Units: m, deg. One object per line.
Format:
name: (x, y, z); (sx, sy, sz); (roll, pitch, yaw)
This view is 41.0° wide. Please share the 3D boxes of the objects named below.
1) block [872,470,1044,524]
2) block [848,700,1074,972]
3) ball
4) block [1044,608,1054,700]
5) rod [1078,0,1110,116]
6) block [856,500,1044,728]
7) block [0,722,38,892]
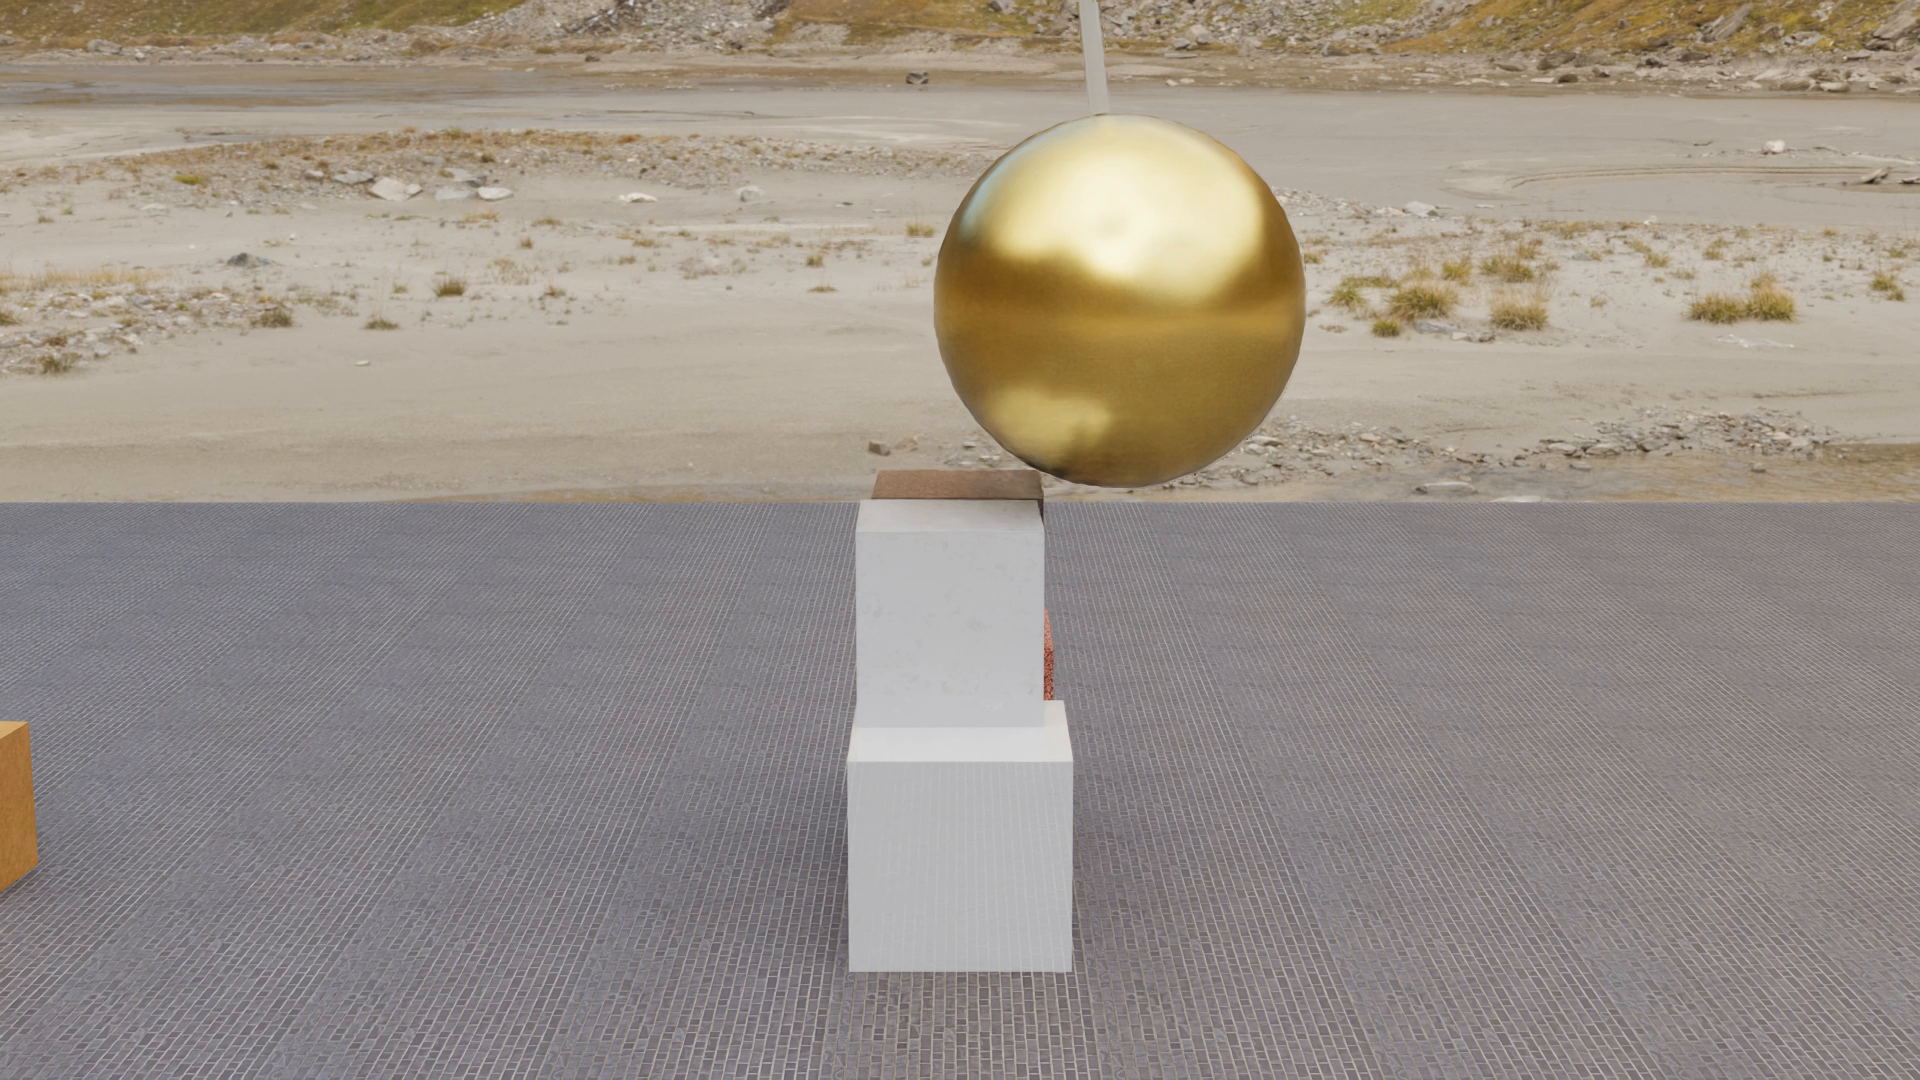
block: (-0.006, 0.123, 11.610); (0.751, 0.767, 0.734); (0, 11, 1)
block: (0.001, 1.199, 10.571); (0.882, 0.860, 0.993); (0, 10, 0)
ball: (0.681, -1.020, 10.995); (1.600, 1.600, 1.600); (0, 10, 0)
block: (0.011, 0.868, 12.222); (0.832, 0.920, 0.883); (0, 10, 0)
rod: (0.295, -4.344, 10.391); (0.080, 5.200, 0.080); (-6, 10, 1)
block: (-0.045, 0.296, 10.850); (0.766, 0.816, 0.794); (0, 10, -1)
block: (-4.495, 1.190, 11.180); (0.659, 0.659, 0.661); (1, 10, 3)
